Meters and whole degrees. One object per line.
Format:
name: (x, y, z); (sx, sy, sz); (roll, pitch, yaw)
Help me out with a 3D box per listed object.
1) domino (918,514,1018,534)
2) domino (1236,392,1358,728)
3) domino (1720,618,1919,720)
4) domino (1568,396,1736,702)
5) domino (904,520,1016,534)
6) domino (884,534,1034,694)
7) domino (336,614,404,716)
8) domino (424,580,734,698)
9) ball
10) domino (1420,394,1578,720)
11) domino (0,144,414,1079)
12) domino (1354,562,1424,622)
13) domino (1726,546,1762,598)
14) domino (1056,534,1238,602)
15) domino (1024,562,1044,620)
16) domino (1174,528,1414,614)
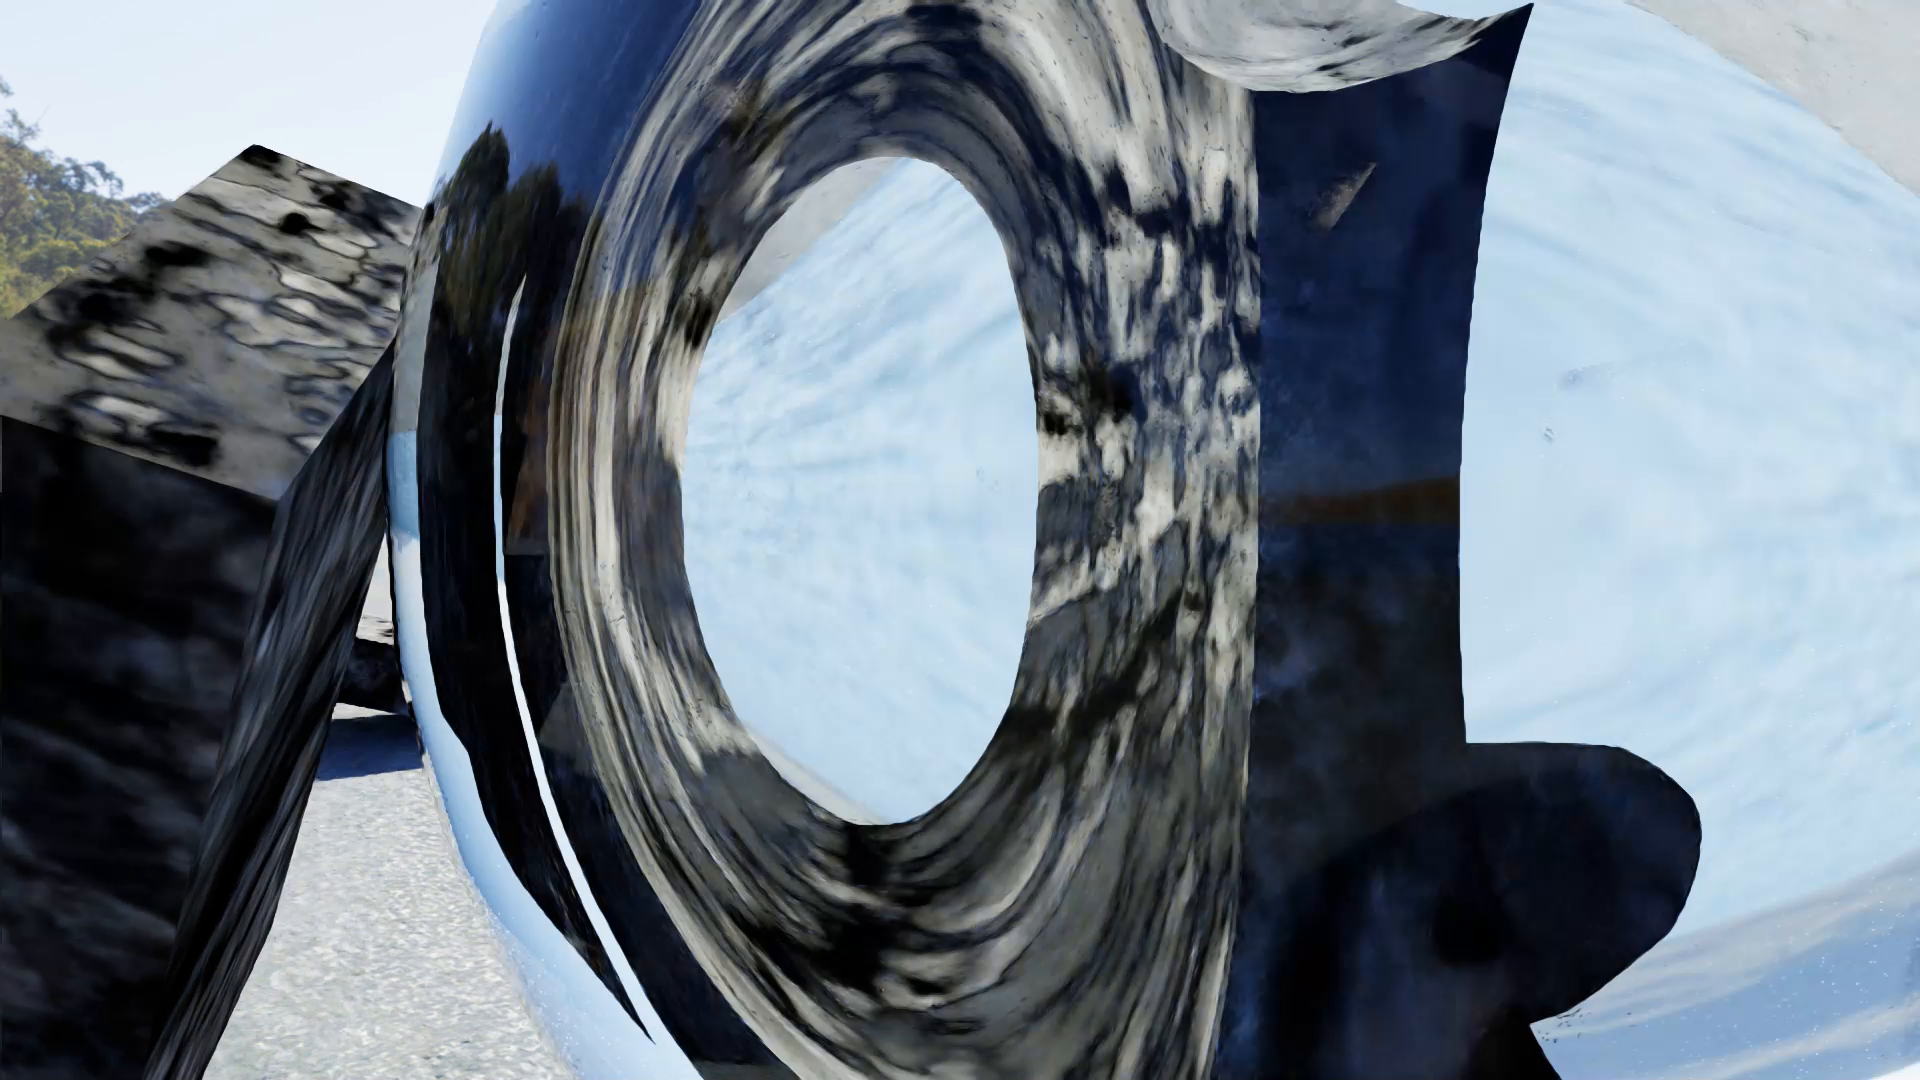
domino: (0.001, 0.007, 0.302); (0.025, 0.009, 0.050); (0, 23, 3)
domino: (0.053, 0.002, 0.203); (0.009, 0.050, 0.025); (0, 4, -7)
domino: (0.140, 0.021, 0.225); (0.025, 0.009, 0.050); (-2, 5, -22)
domino: (0.118, 0.001, 0.223); (0.009, 0.050, 0.025); (-2, 5, -39)
domino: (0.000, 0.010, 0.272); (0.025, 0.009, 0.050); (-1, 23, 0)
domino: (0.000, 0.013, 0.239); (0.025, 0.009, 0.050); (0, 22, 0)
domino: (-0.095, 0.017, 0.193); (0.050, 0.010, 0.025); (14, -1, -11)
domino: (-0.066, 0.017, 0.221); (0.050, 0.010, 0.025); (3, -17, 36)
ball: (0.017, -0.002, 0.060); (0.080, 0.080, 0.080); (0, 4, 0)
domino: (0.087, 0.002, 0.209); (0.009, 0.050, 0.025); (-1, 4, -13)
domino: (-0.036, 0.010, 0.059); (0.009, 0.050, 0.025); (20, 28, -17)
domino: (0.112, 0.009, 0.293); (0.050, 0.009, 0.025); (-19, -9, 40)
domino: (0.131, 0.012, 0.263); (0.025, 0.009, 0.050); (-3, -10, -37)
domino: (0.054, 0.007, 0.346); (0.050, 0.009, 0.025); (-2, -18, -24)
domino: (0.007, 0.013, 0.334); (0.025, 0.010, 0.050); (0, 4, -2)
domino: (0.081, 0.008, 0.314); (0.050, 0.009, 0.025); (-17, -8, 40)
